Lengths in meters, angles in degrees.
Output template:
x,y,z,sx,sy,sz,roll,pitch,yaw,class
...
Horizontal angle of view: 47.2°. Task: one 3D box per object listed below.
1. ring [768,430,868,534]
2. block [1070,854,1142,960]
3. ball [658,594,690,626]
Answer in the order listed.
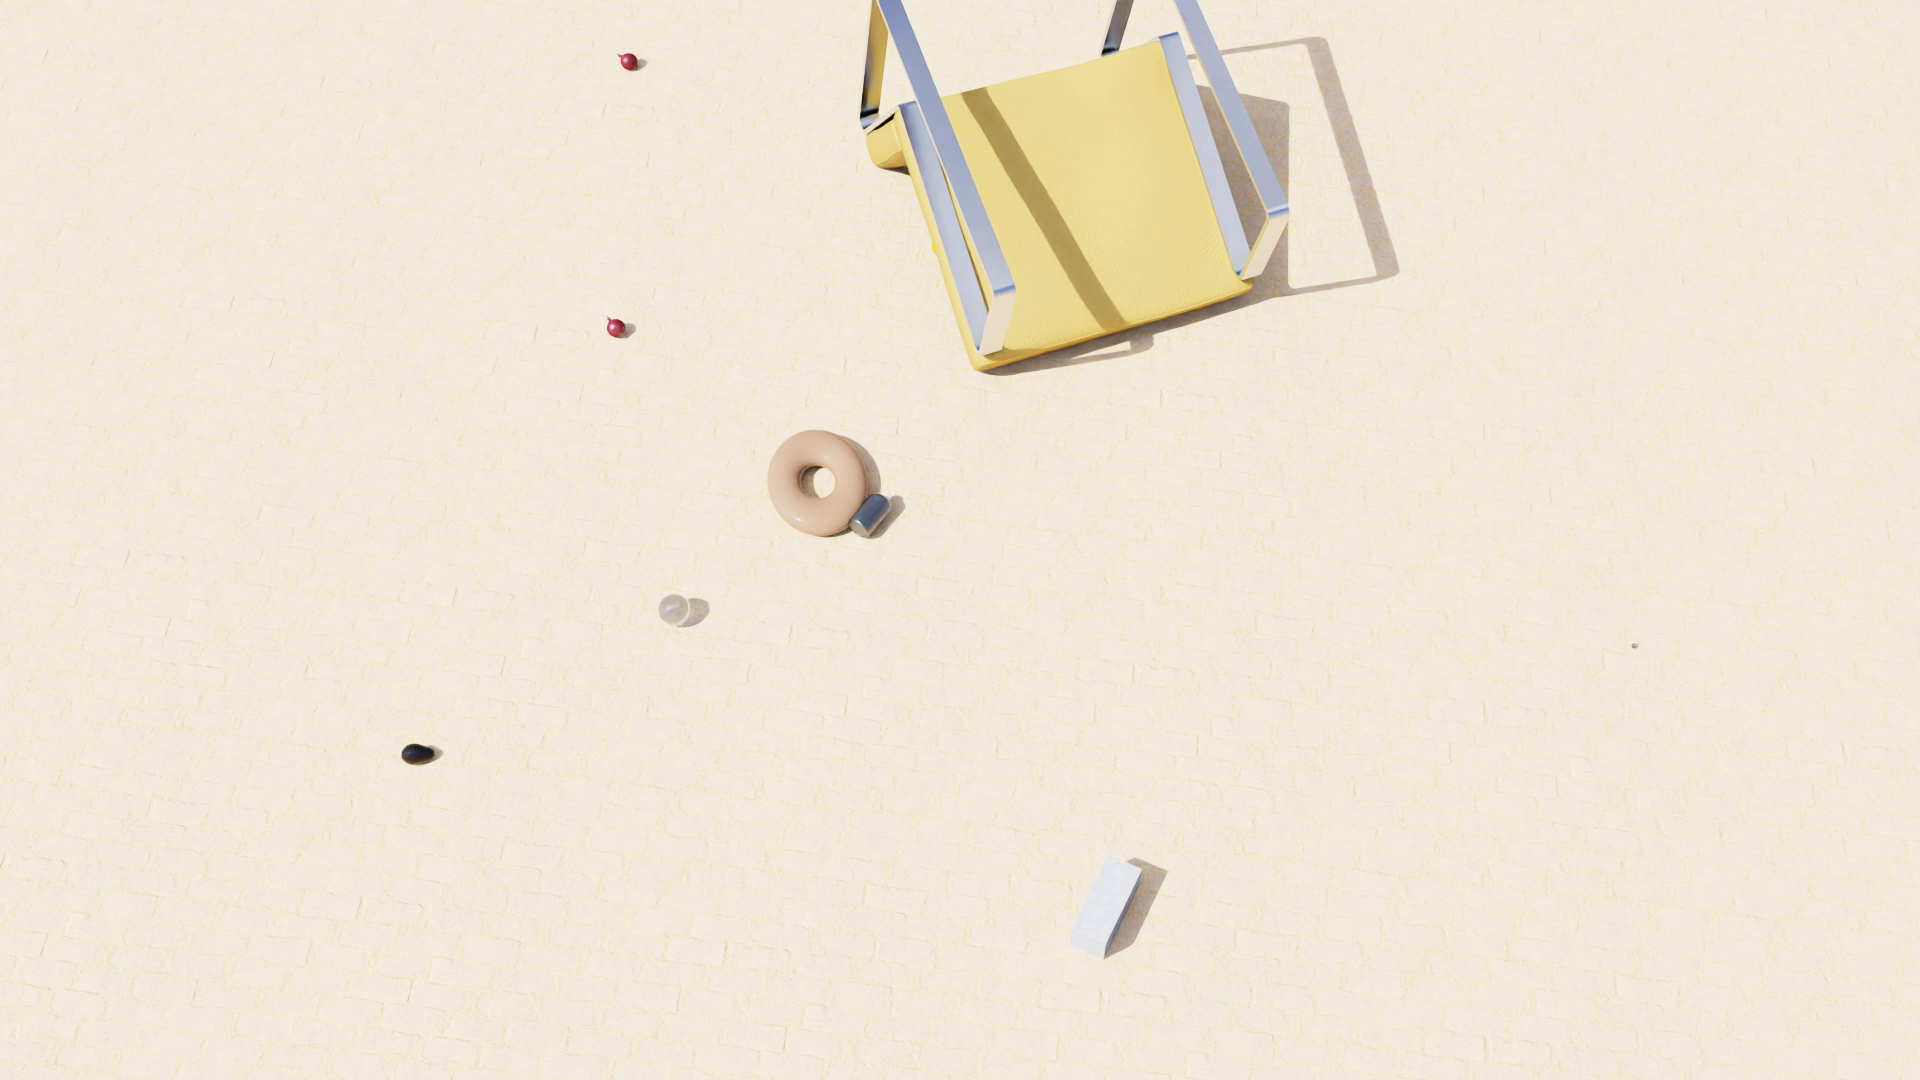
x,y,z,sx,sy,sz,roll,pitch,yaw,class
-0.430,-0.176,6.648,0.305,0.074,0.386,-10,57,-6,ring
0.389,0.977,5.856,0.098,0.103,0.238,22,59,14,block
-0.829,0.203,6.381,0.095,0.095,0.095,0,56,0,ball
